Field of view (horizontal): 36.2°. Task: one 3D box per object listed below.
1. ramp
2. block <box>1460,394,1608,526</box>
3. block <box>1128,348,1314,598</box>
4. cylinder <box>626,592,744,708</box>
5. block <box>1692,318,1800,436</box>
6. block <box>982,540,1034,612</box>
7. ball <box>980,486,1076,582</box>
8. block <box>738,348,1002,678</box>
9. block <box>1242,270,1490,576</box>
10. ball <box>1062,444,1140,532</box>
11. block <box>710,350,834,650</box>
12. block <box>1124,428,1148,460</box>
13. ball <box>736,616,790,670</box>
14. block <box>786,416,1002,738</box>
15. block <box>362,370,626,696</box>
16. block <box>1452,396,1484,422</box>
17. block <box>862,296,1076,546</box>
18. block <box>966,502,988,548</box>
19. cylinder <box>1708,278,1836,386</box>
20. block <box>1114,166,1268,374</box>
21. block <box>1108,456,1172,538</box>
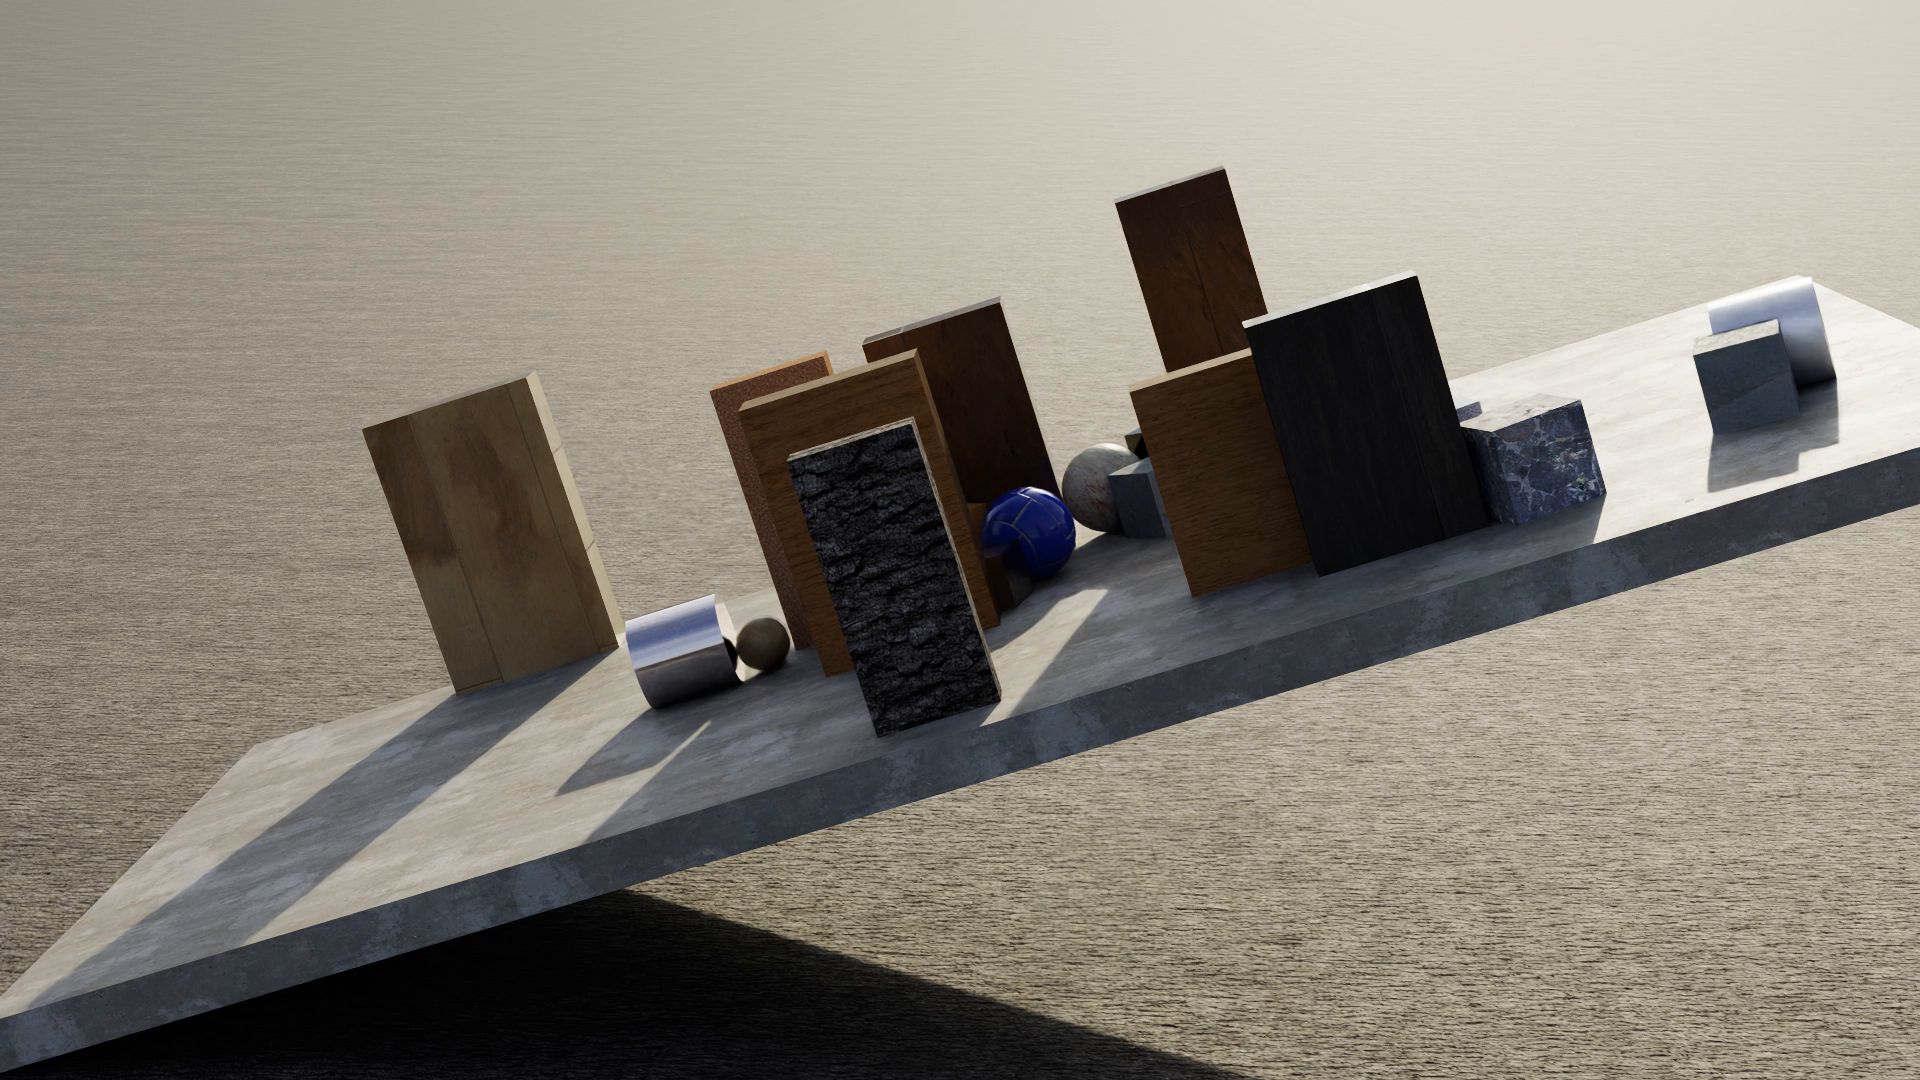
[{"bbox_3d":[0.099,0.184,6.312,4.000,0.100,2.000,-17,10,5],"label":"ramp"},{"bbox_3d":[1.086,-0.155,5.614,0.188,0.188,0.188,-20,10,-11],"label":"block"},{"bbox_3d":[0.589,-0.155,5.778,0.408,0.428,0.095,-17,10,5],"label":"block"},{"bbox_3d":[-0.593,0.239,6.351,0.202,0.202,0.202,-17,11,4],"label":"cylinder"},{"bbox_3d":[1.543,-0.322,5.773,0.166,0.166,0.166,-14,11,18],"label":"block"},{"bbox_3d":[0.068,0.084,6.273,0.119,0.119,0.119,-13,11,23],"label":"block"},{"bbox_3d":[0.148,-0.012,6.395,0.208,0.208,0.208,0,11,0],"label":"ball"},{"bbox_3d":[-0.184,-0.056,6.120,0.379,0.587,0.134,-17,10,5],"label":"block"},{"bbox_3d":[0.773,-0.221,5.609,0.336,0.502,0.092,-17,10,5],"label":"block"},{"bbox_3d":[0.331,-0.118,6.661,0.201,0.201,0.201,0,11,0],"label":"ball"},{"bbox_3d":[-0.327,-0.086,6.470,0.260,0.606,0.095,-17,10,5],"label":"block"},{"bbox_3d":[0.532,-0.190,6.724,0.191,0.191,0.191,-8,14,44],"label":"block"},{"bbox_3d":[-0.428,0.225,6.377,0.118,0.118,0.118,0,11,0],"label":"ball"},{"bbox_3d":[-0.120,0.070,5.463,0.241,0.547,0.084,-17,10,5],"label":"block"},{"bbox_3d":[-1.138,-0.016,7.219,0.424,0.697,0.136,-17,10,5],"label":"block"},{"bbox_3d":[0.921,-0.151,5.815,0.207,0.207,0.207,-20,10,-10],"label":"block"},{"bbox_3d":[0.024,-0.223,6.667,0.324,0.580,0.123,-17,10,5],"label":"block"},{"bbox_3d":[-0.034,0.035,6.528,0.182,0.182,0.182,-23,11,-25],"label":"block"},{"bbox_3d":[1.636,-0.402,5.926,0.207,0.207,0.207,-14,7,18],"label":"cylinder"},{"bbox_3d":[0.587,-0.501,6.865,0.264,0.690,0.114,-17,10,5],"label":"block"},{"bbox_3d":[0.447,-0.101,6.518,0.149,0.149,0.149,-24,12,-31],"label":"block"}]
